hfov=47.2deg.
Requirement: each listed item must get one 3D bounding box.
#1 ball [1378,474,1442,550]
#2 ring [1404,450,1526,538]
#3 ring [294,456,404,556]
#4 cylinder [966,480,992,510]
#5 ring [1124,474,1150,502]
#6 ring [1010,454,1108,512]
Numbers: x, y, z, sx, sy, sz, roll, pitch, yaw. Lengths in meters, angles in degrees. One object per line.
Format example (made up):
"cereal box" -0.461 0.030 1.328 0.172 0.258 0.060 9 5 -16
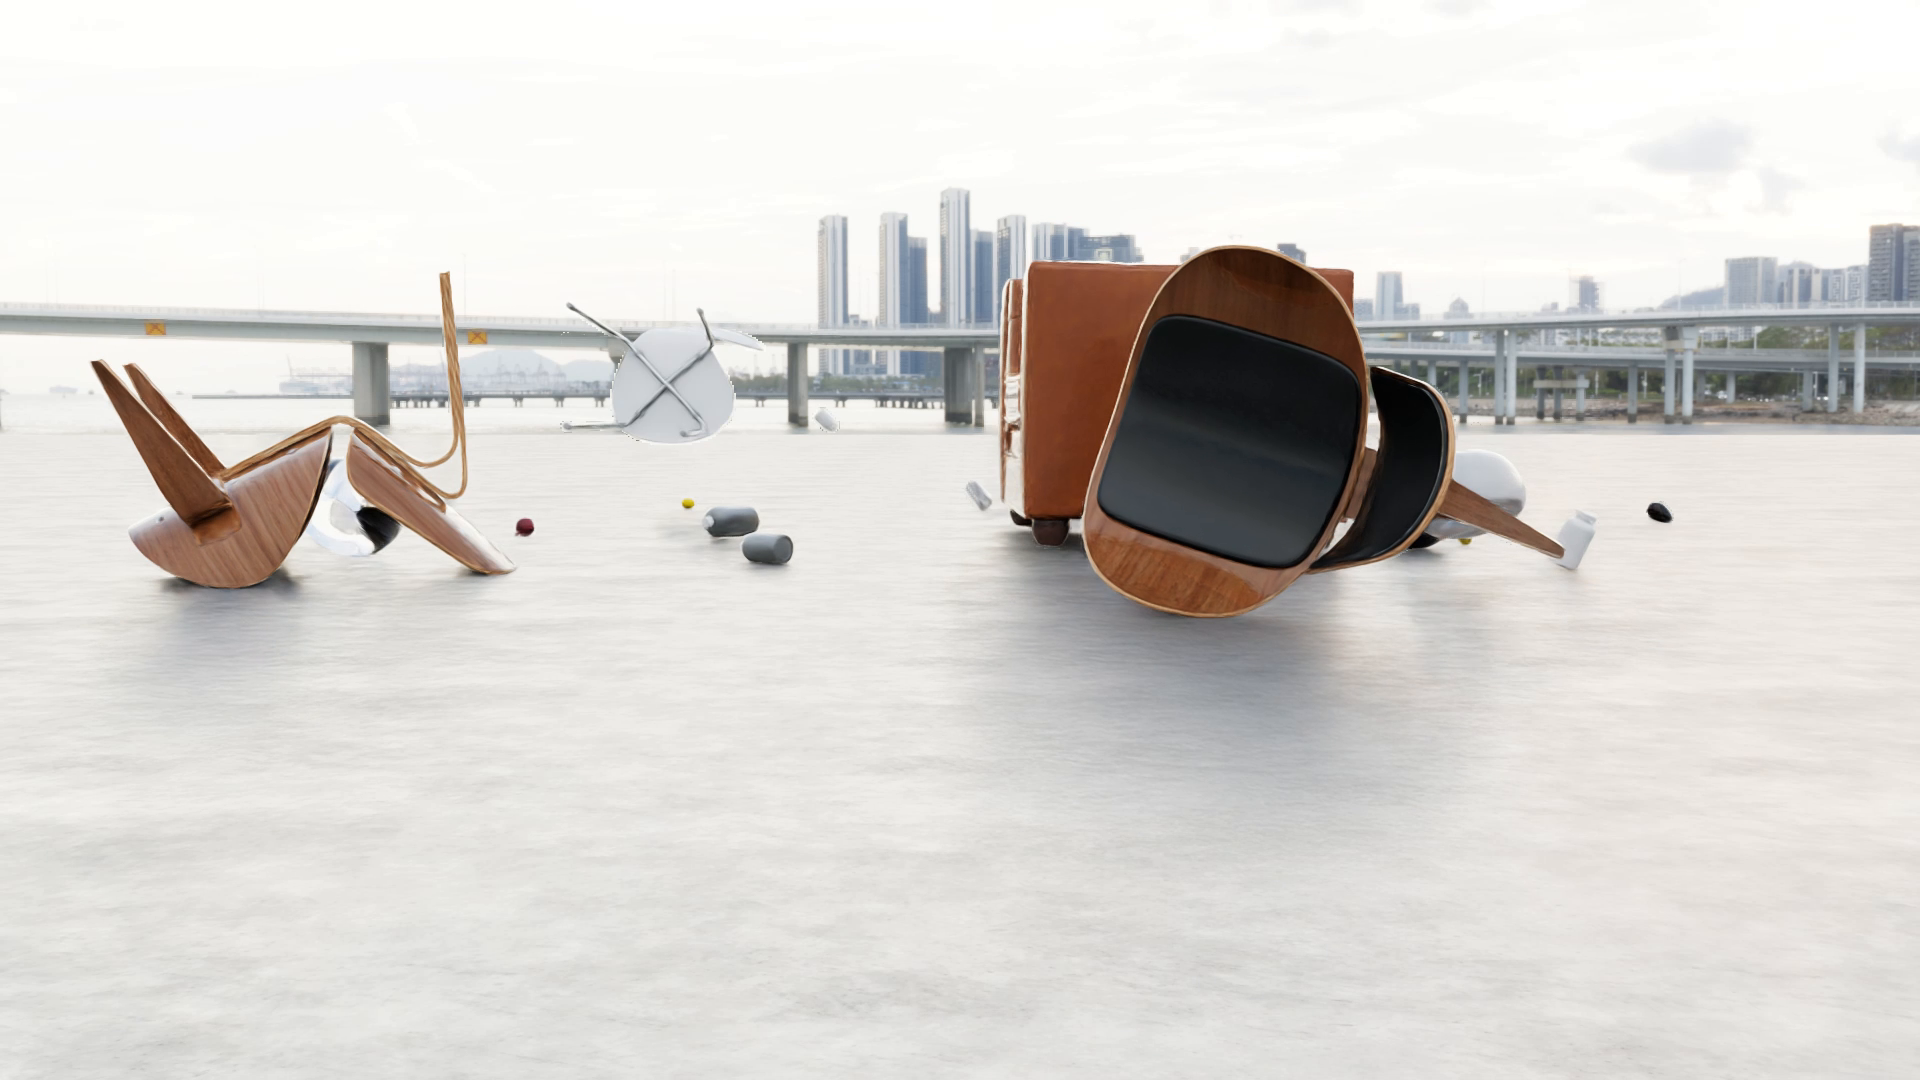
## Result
"ball" 1.282 -0.080 6.172 0.212 0.212 0.212 0 4 0
"ring" 1.200 -0.107 5.222 0.386 0.144 0.244 5 -33 -47
"ring" -1.631 -0.088 5.871 0.314 0.280 0.145 4 34 25
"cylinder" 0.069 -0.162 8.012 0.059 0.088 0.101 -38 -17 2
"ring" 0.700 -0.206 8.692 0.049 0.125 0.149 35 8 28
"ring" 0.356 -0.205 7.940 0.358 0.218 0.072 -9 -18 11
